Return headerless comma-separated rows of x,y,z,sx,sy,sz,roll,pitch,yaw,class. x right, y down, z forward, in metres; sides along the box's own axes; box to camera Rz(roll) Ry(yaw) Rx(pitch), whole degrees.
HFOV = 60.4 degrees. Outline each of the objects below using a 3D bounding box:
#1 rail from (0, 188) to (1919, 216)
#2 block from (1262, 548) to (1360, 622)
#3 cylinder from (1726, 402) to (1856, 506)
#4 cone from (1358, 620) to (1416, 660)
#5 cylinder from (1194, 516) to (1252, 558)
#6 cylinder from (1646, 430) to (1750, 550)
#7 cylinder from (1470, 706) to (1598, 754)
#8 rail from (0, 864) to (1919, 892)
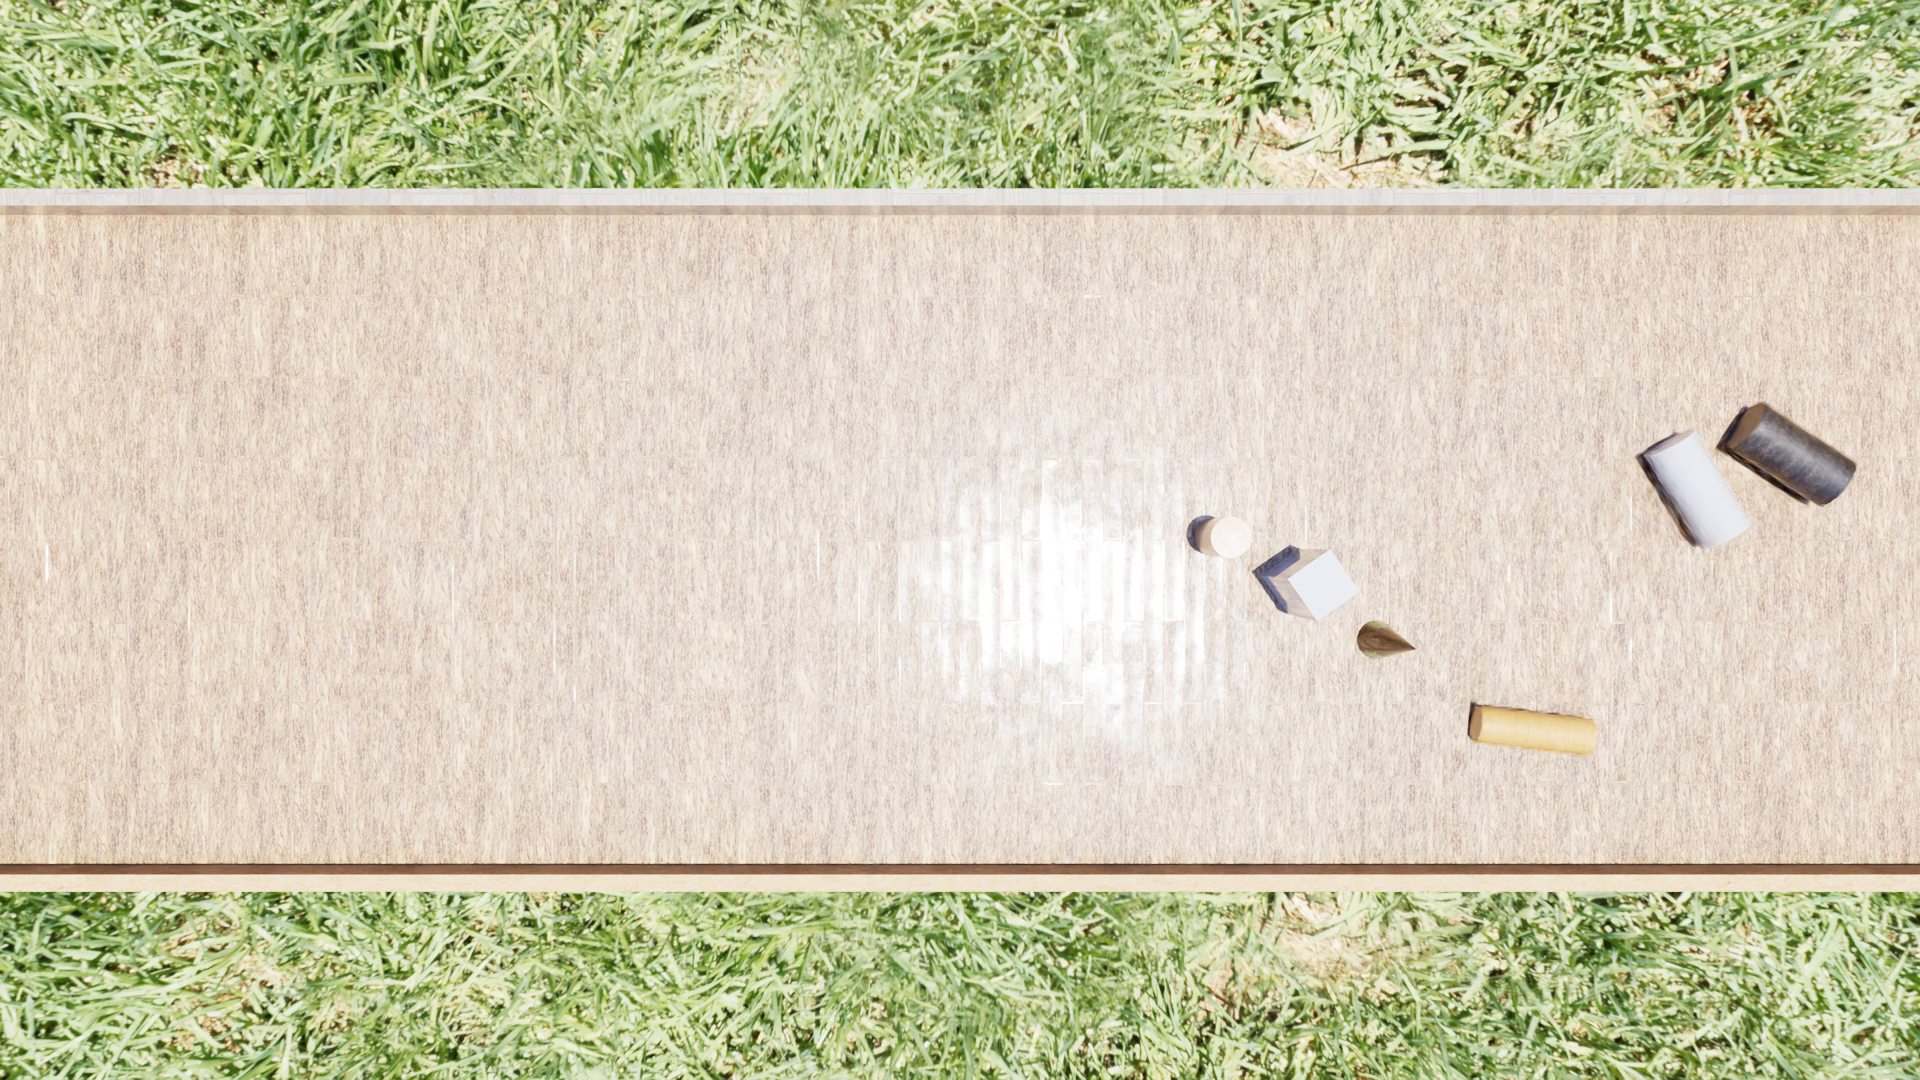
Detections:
-2.247,-1.025,5.002,12.000,0.150,0.050,0,90,0,rail
1.028,0.128,4.868,0.146,0.416,0.146,-35,90,0,block
2.515,-0.259,4.994,0.325,0.164,0.164,33,90,0,cylinder
1.282,0.307,4.853,0.120,0.447,0.120,0,90,0,cone
0.780,-0.007,4.908,0.119,0.338,0.119,0,90,0,cylinder
2.234,-0.152,4.998,0.156,0.156,0.328,-31,90,0,cylinder
1.744,0.579,5.021,0.349,0.111,0.111,7,90,0,cylinder
-2.247,1.025,5.001,12.000,0.150,0.050,0,90,0,rail
